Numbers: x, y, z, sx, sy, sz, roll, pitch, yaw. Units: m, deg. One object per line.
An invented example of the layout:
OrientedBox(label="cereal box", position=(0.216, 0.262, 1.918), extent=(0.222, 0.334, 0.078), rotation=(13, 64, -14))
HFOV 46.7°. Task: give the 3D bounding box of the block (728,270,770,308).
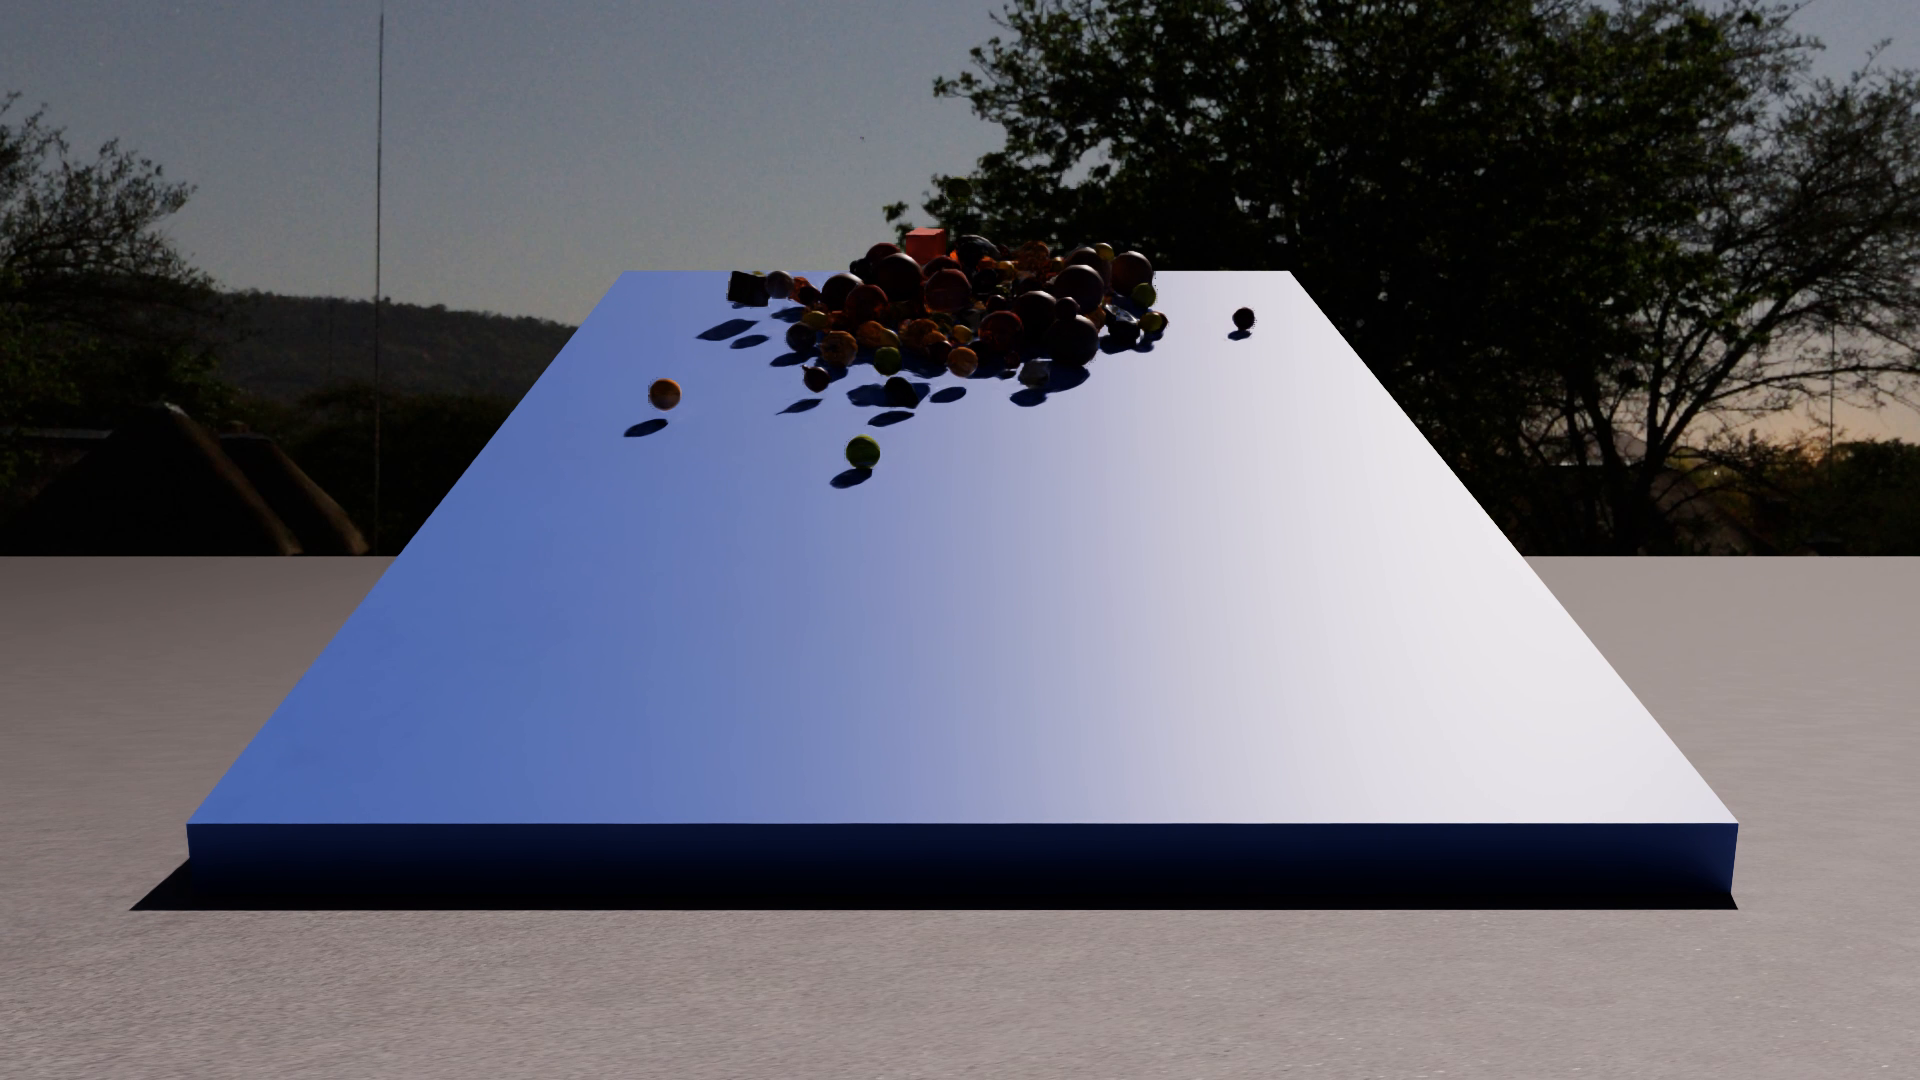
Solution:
OrientedBox(label="block", position=(-0.564, -0.676, 5.982), extent=(0.080, 0.080, 0.080), rotation=(15, 9, 24))

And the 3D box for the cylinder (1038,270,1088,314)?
OrientedBox(label="cylinder", position=(0.281, -0.675, 6.052), extent=(0.094, 0.094, 0.094), rotation=(-33, 19, -32))

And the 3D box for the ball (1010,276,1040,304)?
OrientedBox(label="ball", position=(0.180, -0.678, 6.090), extent=(0.086, 0.086, 0.086), rotation=(0, 0, 0))

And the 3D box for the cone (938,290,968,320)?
OrientedBox(label="cone", position=(0.004, -0.613, 5.970), extent=(0.090, 0.090, 0.090), rotation=(24, -16, -38))

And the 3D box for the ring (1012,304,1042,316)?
OrientedBox(label="ring", position=(0.181, -0.625, 6.033), extent=(0.086, 0.029, 0.086), rotation=(-1, 12, 0))

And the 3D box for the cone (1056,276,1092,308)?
OrientedBox(label="cone", position=(0.289, -0.673, 5.881), extent=(0.091, 0.091, 0.091), rotation=(33, -1, -2))

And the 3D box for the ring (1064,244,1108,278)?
OrientedBox(label="ring", position=(0.374, -0.824, 6.579), extent=(0.139, 0.046, 0.139), rotation=(-15, 39, 12))

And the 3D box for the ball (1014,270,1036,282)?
OrientedBox(label="ball", position=(0.181, -0.719, 6.154), extent=(0.060, 0.060, 0.060), rotation=(0, 0, 0))

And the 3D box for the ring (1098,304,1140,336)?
OrientedBox(label="ring", position=(0.413, -0.572, 5.786), extent=(0.123, 0.041, 0.123), rotation=(25, 23, -11))

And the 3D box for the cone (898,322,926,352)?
OrientedBox(label="cone", position=(-0.138, -0.506, 5.638), extent=(0.078, 0.078, 0.078), rotation=(0, -12, -28))

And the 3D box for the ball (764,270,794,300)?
OrientedBox(label="ball", position=(-0.478, -0.676, 5.887), extent=(0.078, 0.078, 0.078), rotation=(0, 0, 0))

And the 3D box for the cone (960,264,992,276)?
OrientedBox(label="cone", position=(0.034, -0.817, 6.641), extent=(0.093, 0.093, 0.093), rotation=(-21, -12, 32))

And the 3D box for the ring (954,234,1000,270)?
OrientedBox(label="ring", position=(0.050, -0.822, 6.352), extent=(0.139, 0.046, 0.139), rotation=(21, -20, 8))

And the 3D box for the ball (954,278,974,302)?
OrientedBox(label="ball", position=(0.018, -0.701, 6.215), extent=(0.071, 0.071, 0.071), rotation=(0, 0, 0))

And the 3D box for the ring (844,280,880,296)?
OrientedBox(label="ring", position=(-0.278, -0.716, 6.324), extent=(0.103, 0.034, 0.103), rotation=(0, 19, 0))

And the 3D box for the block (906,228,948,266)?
OrientedBox(label="block", position=(-0.095, -0.831, 6.292), extent=(0.085, 0.085, 0.085), rotation=(6, 23, 25))

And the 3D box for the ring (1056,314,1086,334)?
OrientedBox(label="ring", position=(0.290, -0.564, 5.812), extent=(0.077, 0.026, 0.077), rotation=(-14, 36, 10))

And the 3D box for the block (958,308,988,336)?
OrientedBox(label="block", position=(0.034, -0.569, 5.801), extent=(0.060, 0.060, 0.060), rotation=(6, 18, 18))

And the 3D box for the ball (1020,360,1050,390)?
OrientedBox(label="ball", position=(0.176, -0.387, 5.192), extent=(0.070, 0.070, 0.070), rotation=(0, 0, 0))

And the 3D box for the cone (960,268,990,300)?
OrientedBox(label="cone", position=(0.021, -0.668, 5.978), extent=(0.090, 0.090, 0.090), rotation=(0, -33, -38))

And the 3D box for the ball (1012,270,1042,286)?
OrientedBox(label="ball", position=(0.189, -0.717, 6.244), extent=(0.084, 0.084, 0.084), rotation=(0, 0, 0))

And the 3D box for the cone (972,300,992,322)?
OrientedBox(label="cone", position=(0.064, -0.601, 5.958), extent=(0.063, 0.063, 0.063), rotation=(33, 8, 12))

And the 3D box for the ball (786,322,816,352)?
OrientedBox(label="ball", position=(-0.398, -0.508, 5.574), extent=(0.077, 0.077, 0.077), rotation=(0, 0, 0))

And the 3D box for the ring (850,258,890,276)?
OrientedBox(label="ring", position=(-0.269, -0.813, 6.628), extent=(0.121, 0.040, 0.121), rotation=(-1, 16, 0))

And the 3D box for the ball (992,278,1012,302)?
OrientedBox(label="ball", position=(0.121, -0.695, 6.201), extent=(0.067, 0.067, 0.067), rotation=(0, 0, 0))

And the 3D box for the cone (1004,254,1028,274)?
OrientedBox(label="cone", position=(0.157, -0.812, 6.645), extent=(0.067, 0.067, 0.067), rotation=(-31, 4, -8))

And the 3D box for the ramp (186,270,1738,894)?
OrientedBox(label="ramp", position=(-0.003, -0.175, 4.789), extent=(2.000, 0.100, 4.000), rotation=(0, 17, 0))
